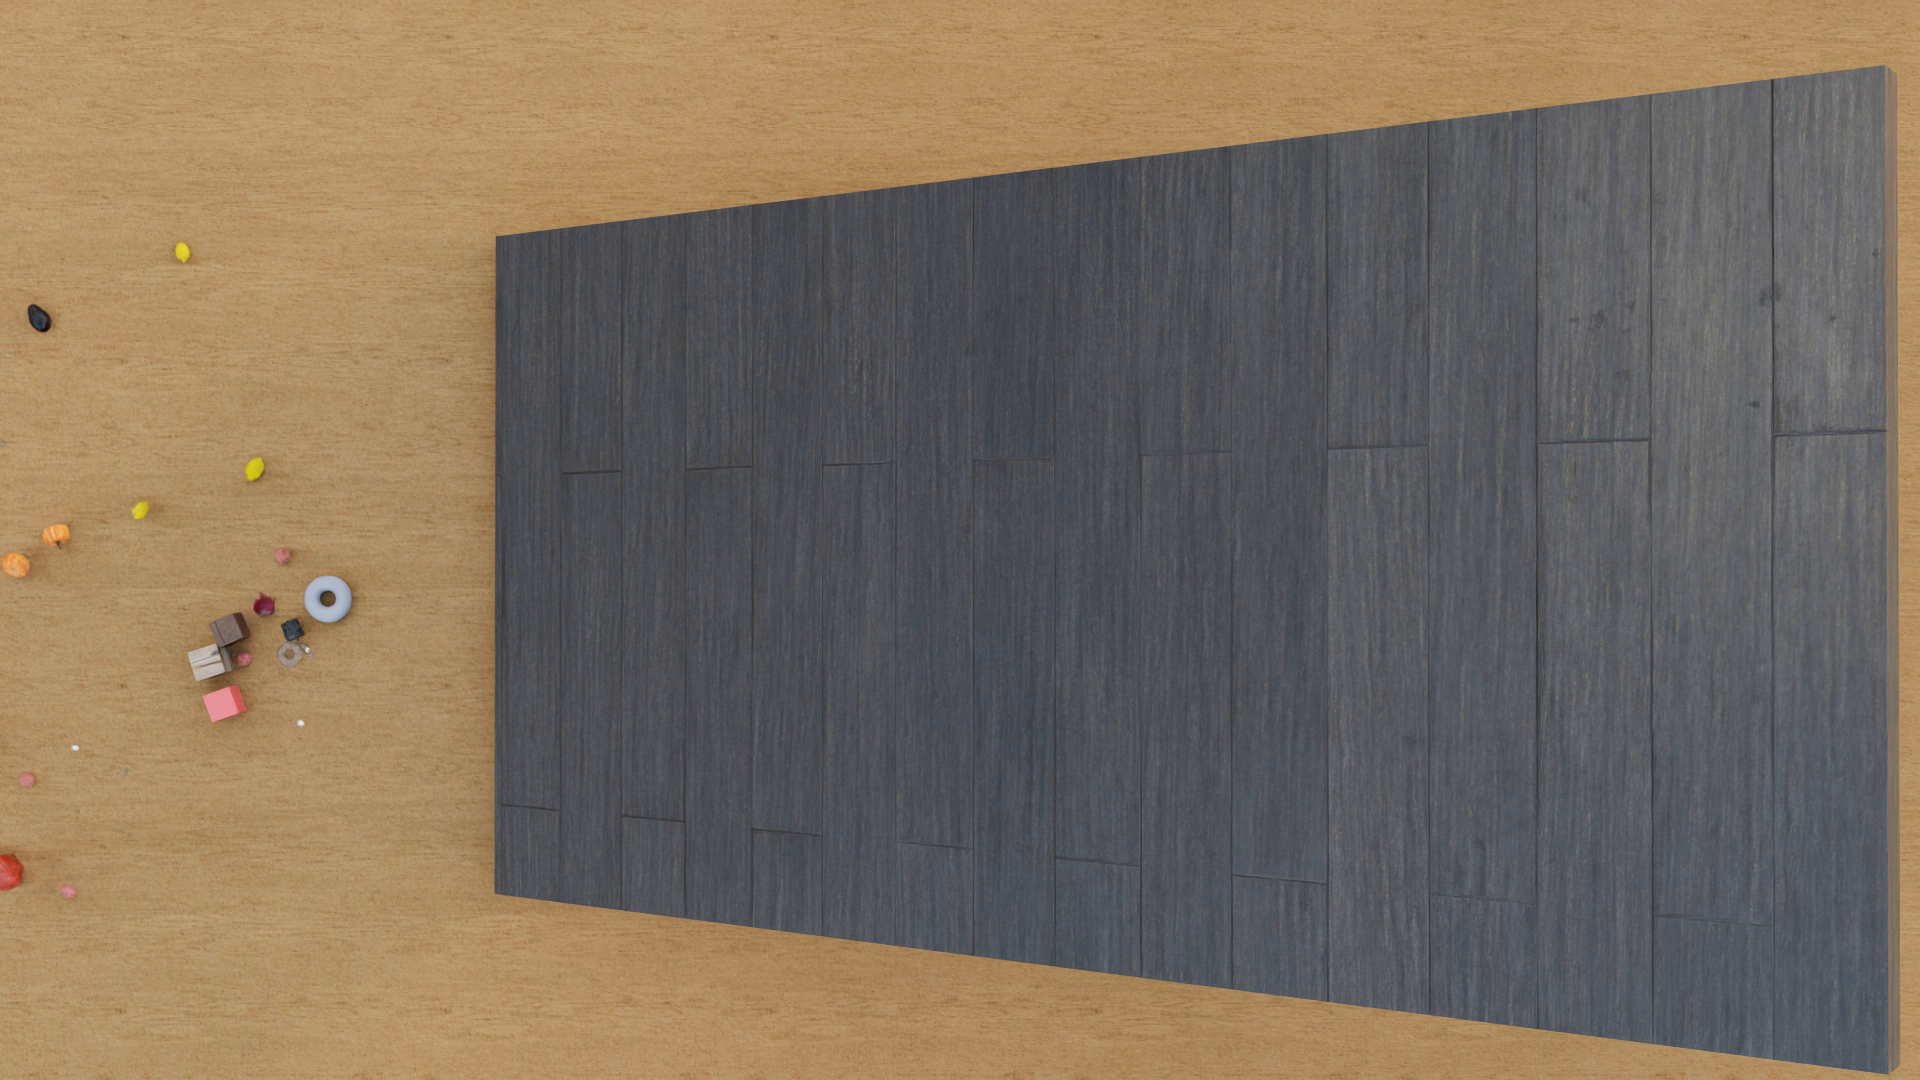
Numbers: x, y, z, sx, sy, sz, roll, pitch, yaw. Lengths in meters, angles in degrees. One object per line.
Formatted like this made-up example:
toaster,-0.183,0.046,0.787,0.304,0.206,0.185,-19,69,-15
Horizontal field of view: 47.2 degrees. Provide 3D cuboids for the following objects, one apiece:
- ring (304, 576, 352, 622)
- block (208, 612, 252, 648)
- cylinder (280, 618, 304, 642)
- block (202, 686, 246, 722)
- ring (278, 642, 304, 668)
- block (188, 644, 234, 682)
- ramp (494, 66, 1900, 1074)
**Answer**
ring,-1.938,0.180,6.745,0.146,0.049,0.146,0,90,-1
block,-2.233,0.275,6.728,0.080,0.080,0.080,-24,90,0
cylinder,-2.046,0.276,6.741,0.055,0.055,0.055,-24,90,0
block,-2.247,0.500,6.724,0.085,0.085,0.085,-20,90,0
ring,-2.058,0.350,6.754,0.080,0.027,0.080,0,89,-1
block,-2.289,0.372,6.722,0.091,0.091,0.091,-18,90,0
ramp,0.240,0.067,5.563,4.000,0.100,2.000,0,89,36
